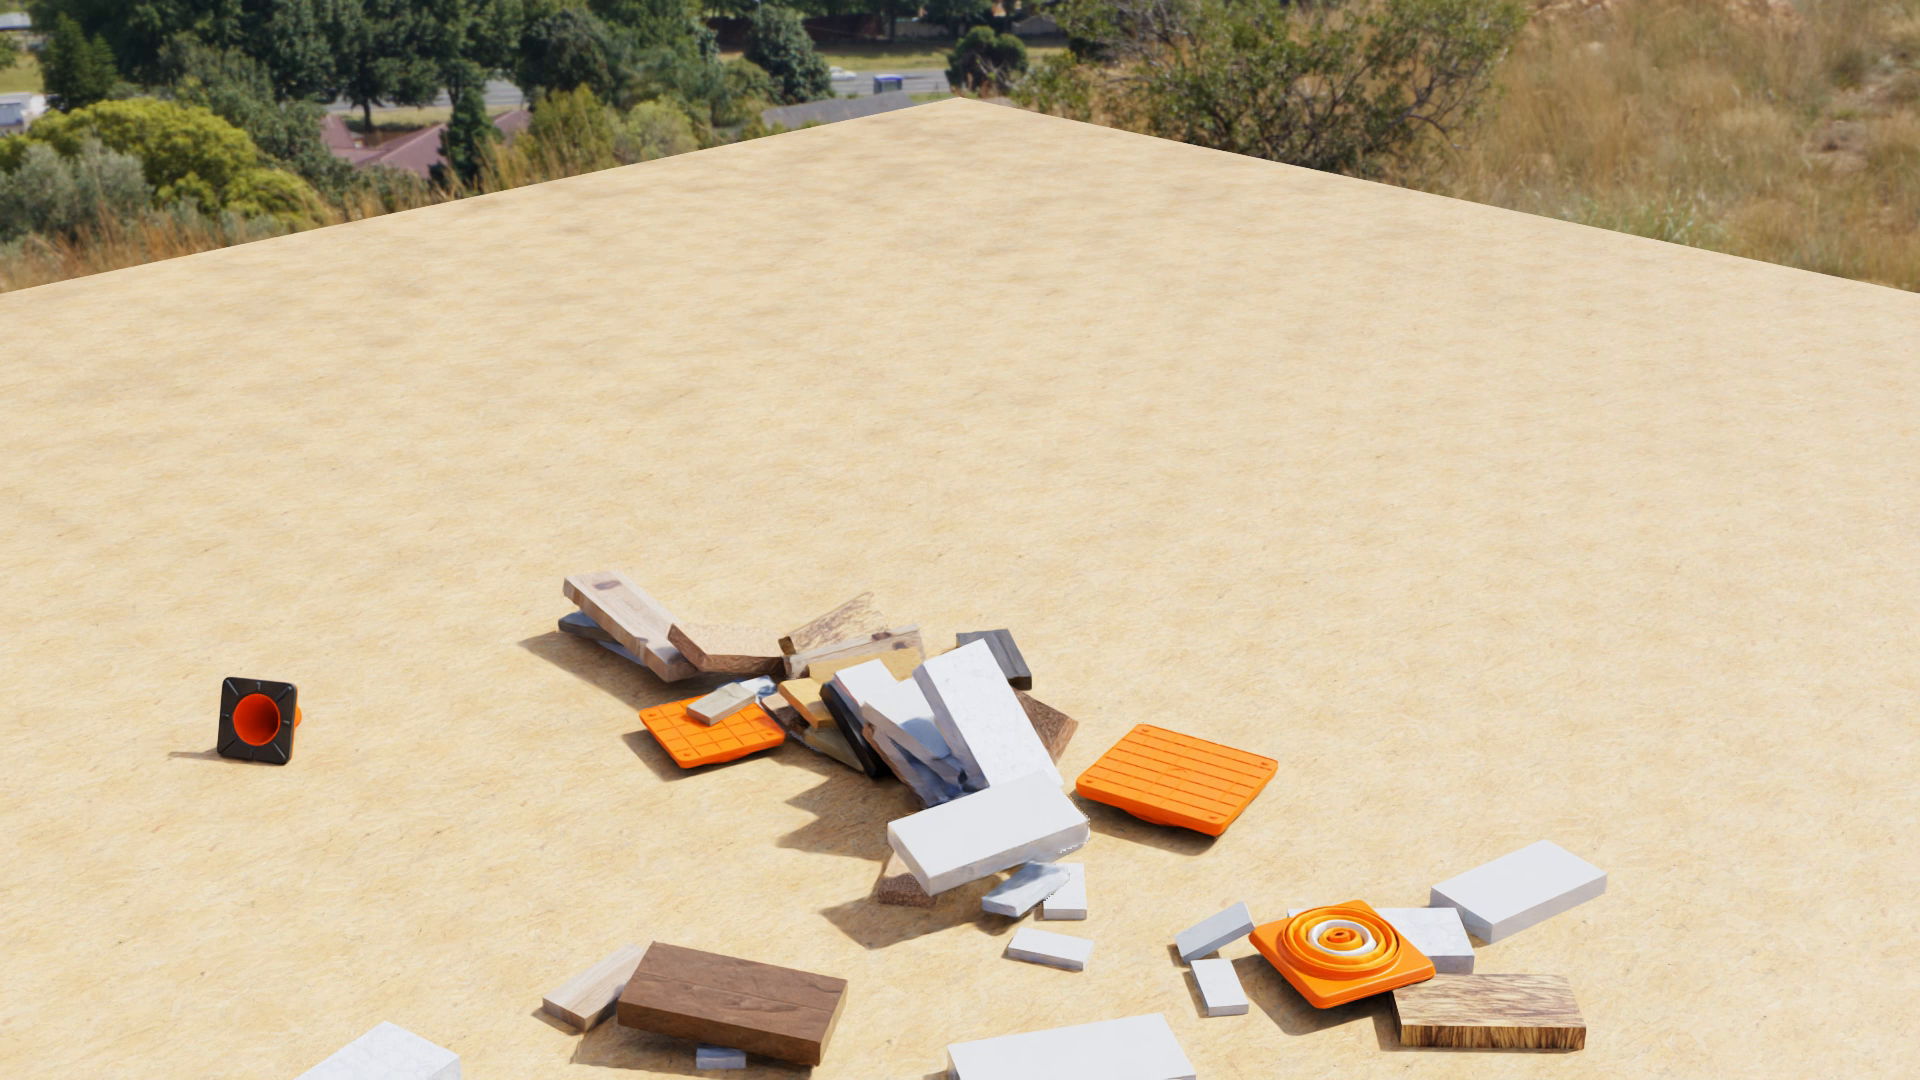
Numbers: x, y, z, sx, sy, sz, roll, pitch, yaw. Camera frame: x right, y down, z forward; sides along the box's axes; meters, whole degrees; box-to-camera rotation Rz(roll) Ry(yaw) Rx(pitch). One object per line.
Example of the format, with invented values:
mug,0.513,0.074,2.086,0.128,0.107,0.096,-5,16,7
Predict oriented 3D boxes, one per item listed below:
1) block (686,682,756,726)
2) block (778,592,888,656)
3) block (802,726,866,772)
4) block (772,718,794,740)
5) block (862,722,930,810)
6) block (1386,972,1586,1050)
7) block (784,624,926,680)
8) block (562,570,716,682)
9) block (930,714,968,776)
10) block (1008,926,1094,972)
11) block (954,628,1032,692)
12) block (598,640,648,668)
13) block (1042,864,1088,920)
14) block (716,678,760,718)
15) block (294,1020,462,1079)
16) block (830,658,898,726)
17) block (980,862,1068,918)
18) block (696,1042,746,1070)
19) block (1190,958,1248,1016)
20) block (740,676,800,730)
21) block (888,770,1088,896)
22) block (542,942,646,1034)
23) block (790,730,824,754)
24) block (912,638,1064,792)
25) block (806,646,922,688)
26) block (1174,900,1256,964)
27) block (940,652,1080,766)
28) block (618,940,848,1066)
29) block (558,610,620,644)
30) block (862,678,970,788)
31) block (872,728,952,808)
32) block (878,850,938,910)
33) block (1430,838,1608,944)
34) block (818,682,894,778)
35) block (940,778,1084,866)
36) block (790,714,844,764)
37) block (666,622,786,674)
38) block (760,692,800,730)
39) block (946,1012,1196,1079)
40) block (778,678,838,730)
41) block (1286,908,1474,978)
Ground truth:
block,-0.517,0.355,4.771,0.072,0.020,0.144,21,31,33
block,-0.276,0.238,5.007,0.042,0.149,0.297,-20,6,42
block,-0.246,0.430,4.648,0.159,0.023,0.080,26,36,21
block,-0.374,0.393,4.779,0.047,0.013,0.095,-13,44,-31
block,-0.082,0.453,4.520,0.121,0.034,0.242,-18,55,-38
block,0.904,0.811,3.793,0.311,0.044,0.155,1,23,1
block,-0.229,0.285,4.922,0.328,0.127,0.036,-14,0,-29
block,-0.736,0.193,5.077,0.149,0.042,0.461,-8,30,-40
block,0.042,0.415,4.359,0.107,0.030,0.213,-24,77,-41
block,0.166,0.741,3.988,0.142,0.020,0.071,8,24,18
block,0.076,0.279,5.058,0.127,0.036,0.254,-5,23,-11
block,-0.754,0.245,5.149,0.188,0.027,0.094,21,31,40
block,0.197,0.664,4.165,0.081,0.023,0.162,0,23,0
block,-0.475,0.350,4.909,0.072,0.020,0.144,-18,29,-36
block,-0.997,0.911,3.548,0.176,0.050,0.353,15,27,31
block,-0.157,0.361,4.643,0.121,0.034,0.242,-15,54,-39
block,0.121,0.654,4.124,0.081,0.023,0.162,5,22,38
block,-0.403,0.841,3.745,0.081,0.023,0.162,-1,24,-3
block,0.457,0.788,3.878,0.071,0.020,0.142,-3,23,-7
block,-0.420,0.357,4.846,0.072,0.020,0.144,-15,42,-32
block,0.052,0.546,4.123,0.334,0.047,0.167,-16,38,-23
block,-0.619,0.786,3.870,0.107,0.030,0.213,16,28,34
block,-0.315,0.424,4.722,0.095,0.013,0.047,30,36,32
block,0.055,0.372,4.340,0.167,0.334,0.047,-20,-15,-40
block,-0.204,0.319,4.852,0.254,0.127,0.036,-8,-13,-18
block,0.461,0.710,3.978,0.142,0.020,0.071,-28,23,7
block,0.064,0.382,4.638,0.376,0.167,0.047,25,-7,40
block,-0.385,0.787,3.743,0.353,0.050,0.176,9,26,9
block,-0.846,0.202,5.184,0.188,0.027,0.094,11,24,33
block,-0.053,0.387,4.457,0.139,0.040,0.279,-23,45,-41
block,-0.039,0.464,4.469,0.140,0.040,0.279,-19,54,-37
block,-0.082,0.634,4.228,0.107,0.030,0.213,4,23,10
block,1.054,0.660,4.148,0.310,0.044,0.155,-15,27,-31
block,-0.189,0.391,4.647,0.121,0.034,0.242,-9,50,-35
block,0.103,0.535,4.356,0.140,0.040,0.279,-19,45,-37
block,-0.281,0.418,4.707,0.159,0.023,0.080,30,36,31
block,-0.500,0.246,4.976,0.297,0.042,0.148,6,22,-43
block,-0.387,0.372,4.780,0.047,0.013,0.095,-21,49,-37
block,0.181,0.878,3.628,0.375,0.050,0.176,-6,24,-13
block,-0.313,0.350,4.710,0.080,0.023,0.159,-6,31,-37
block,0.759,0.729,3.987,0.311,0.044,0.155,0,23,-1
